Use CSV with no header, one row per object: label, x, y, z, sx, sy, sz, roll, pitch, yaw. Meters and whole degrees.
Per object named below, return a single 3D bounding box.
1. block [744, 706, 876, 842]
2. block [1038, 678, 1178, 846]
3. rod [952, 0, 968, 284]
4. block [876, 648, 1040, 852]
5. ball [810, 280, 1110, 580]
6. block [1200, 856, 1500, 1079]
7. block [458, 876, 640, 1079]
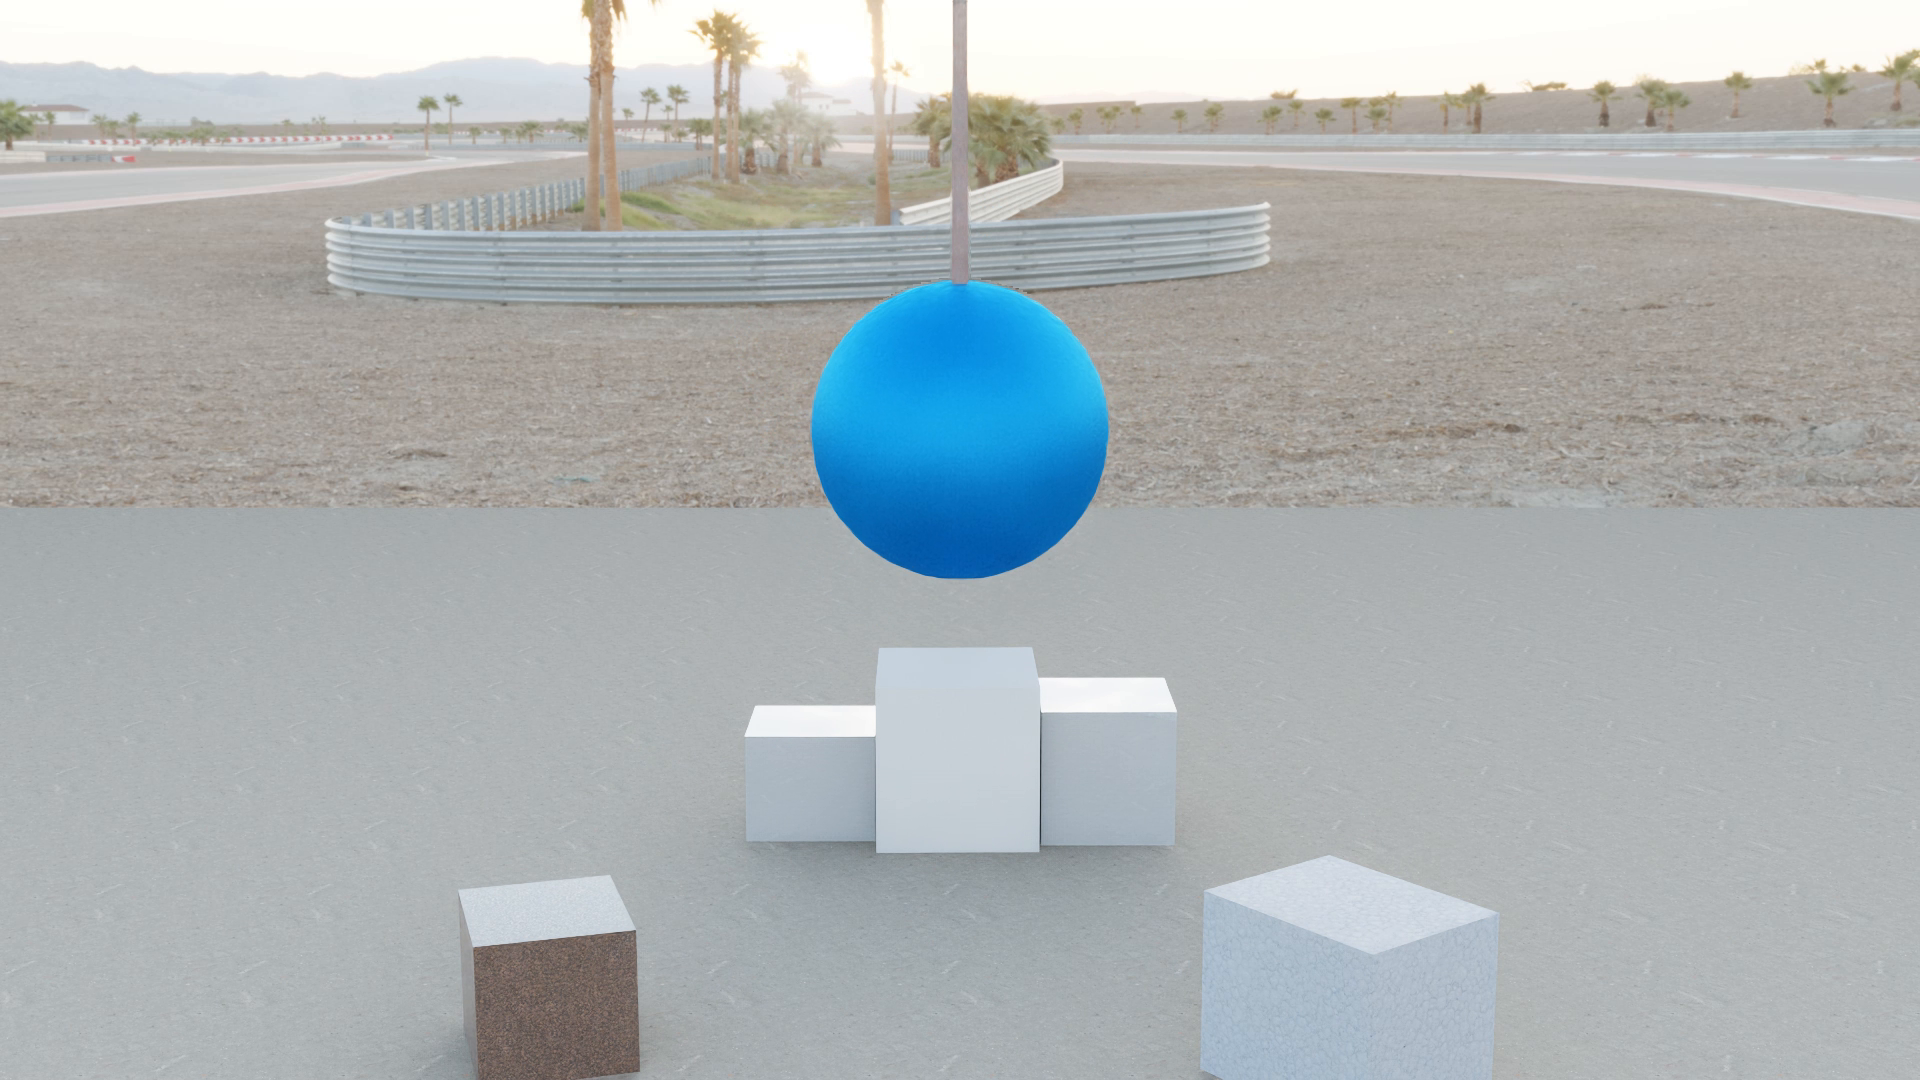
block,-0.756,1.204,11.405,0.655,0.550,0.601,0,10,0
block,0.745,1.136,11.379,0.676,0.693,0.705,0,10,0
rod,0.000,-3.838,10.794,0.080,5.200,0.080,0,17,0
block,-0.017,1.066,11.341,0.814,0.844,0.883,0,10,-1
ball,0.000,-0.588,11.793,1.600,1.600,1.600,0,10,0
block,1.449,1.696,8.241,0.685,0.714,0.840,-8,13,-37
block,-1.609,1.711,8.569,0.603,0.568,0.660,-3,11,-17
